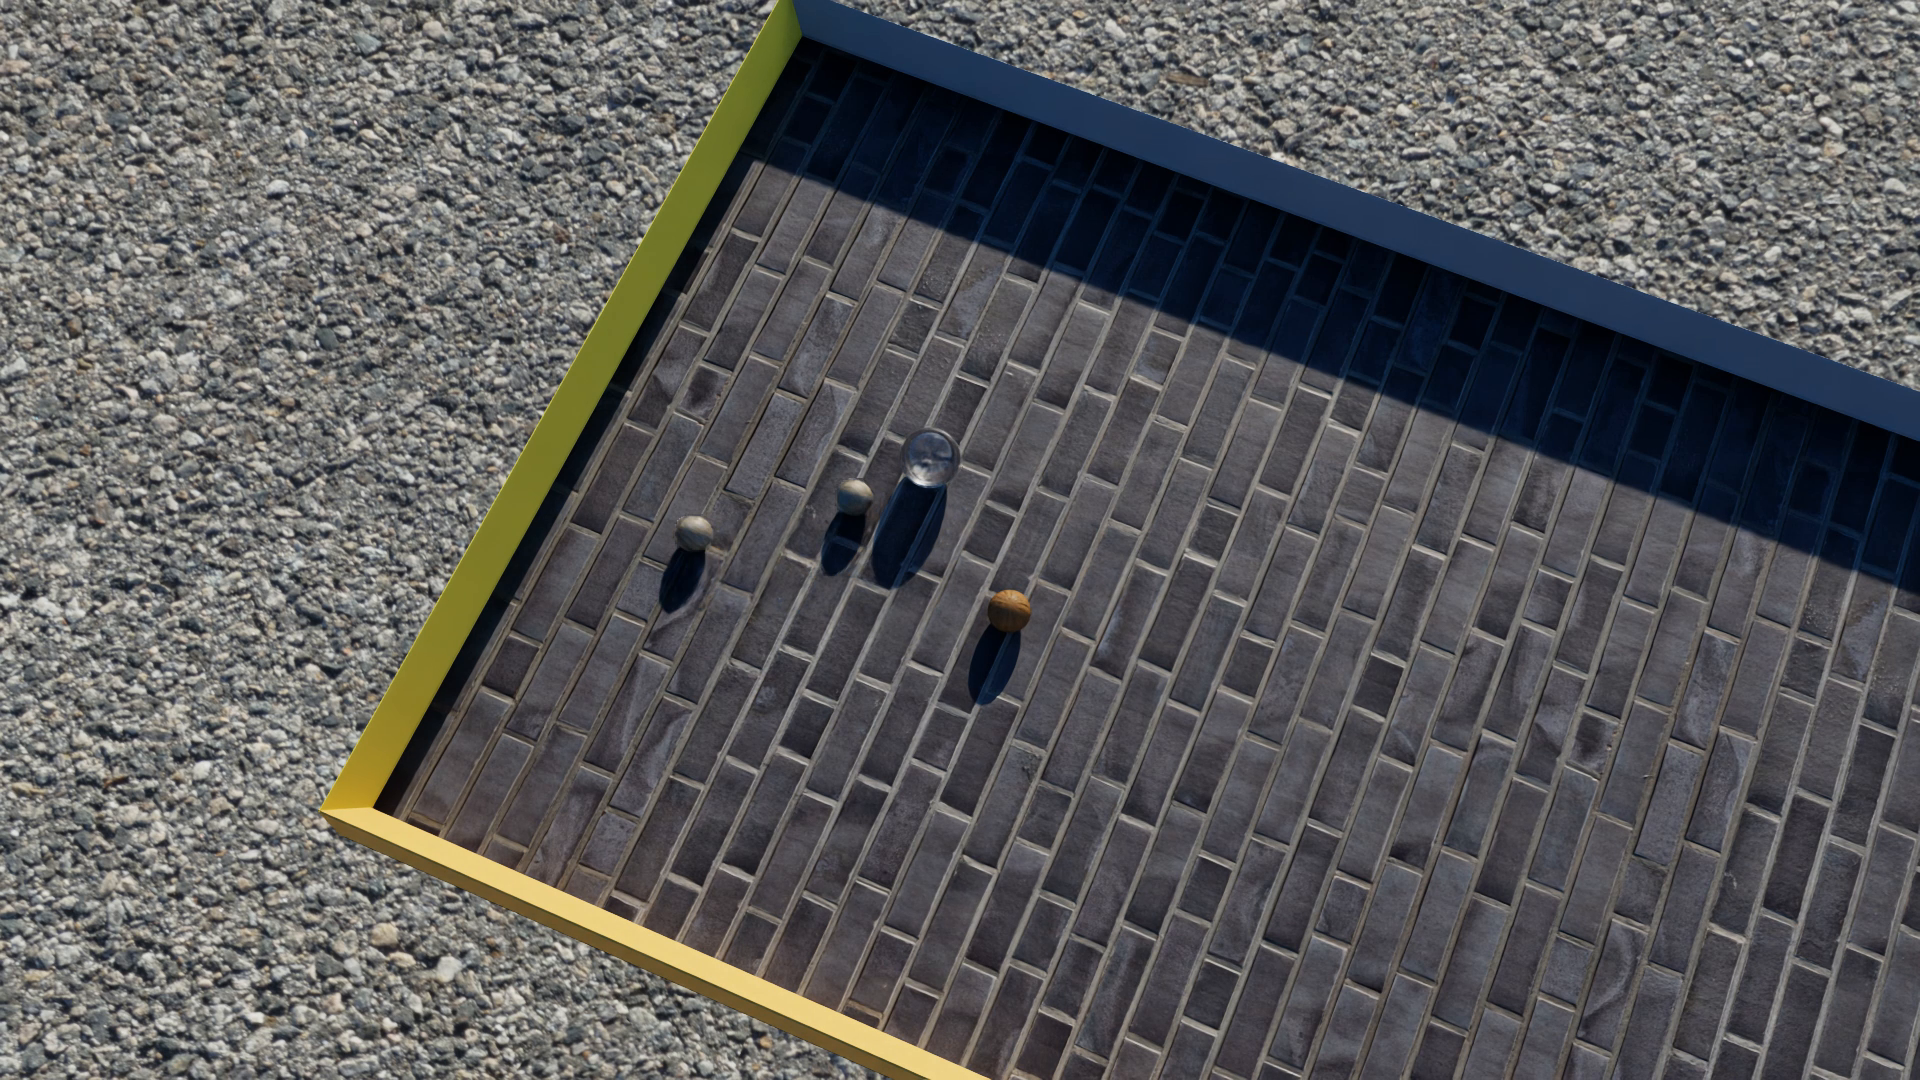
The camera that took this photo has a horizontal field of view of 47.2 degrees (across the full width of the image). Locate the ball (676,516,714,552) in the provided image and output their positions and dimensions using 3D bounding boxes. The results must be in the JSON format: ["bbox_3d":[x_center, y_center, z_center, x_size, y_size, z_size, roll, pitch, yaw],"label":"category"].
[{"bbox_3d":[-0.426,-0.010,3.530,0.059,0.059,0.059,0,67,0],"label":"ball"}]

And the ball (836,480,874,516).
[{"bbox_3d":[-0.170,-0.068,3.555,0.059,0.059,0.059,0,67,0],"label":"ball"}]

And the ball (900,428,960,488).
[{"bbox_3d":[-0.048,-0.133,3.561,0.099,0.099,0.099,0,67,0],"label":"ball"}]

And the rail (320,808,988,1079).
[{"bbox_3d":[0.311,0.903,3.099,2.723,0.129,0.045,22,68,9],"label":"rail"}]

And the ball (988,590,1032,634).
[{"bbox_3d":[0.078,0.112,3.472,0.069,0.069,0.069,0,67,0],"label":"ball"}]

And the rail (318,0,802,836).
[{"bbox_3d":[-0.603,-0.251,3.595,0.045,0.129,1.626,22,68,9],"label":"rail"}]

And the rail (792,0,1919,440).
[{"bbox_3d":[0.938,-0.428,3.671,2.723,0.129,0.045,22,68,9],"label":"rail"}]
